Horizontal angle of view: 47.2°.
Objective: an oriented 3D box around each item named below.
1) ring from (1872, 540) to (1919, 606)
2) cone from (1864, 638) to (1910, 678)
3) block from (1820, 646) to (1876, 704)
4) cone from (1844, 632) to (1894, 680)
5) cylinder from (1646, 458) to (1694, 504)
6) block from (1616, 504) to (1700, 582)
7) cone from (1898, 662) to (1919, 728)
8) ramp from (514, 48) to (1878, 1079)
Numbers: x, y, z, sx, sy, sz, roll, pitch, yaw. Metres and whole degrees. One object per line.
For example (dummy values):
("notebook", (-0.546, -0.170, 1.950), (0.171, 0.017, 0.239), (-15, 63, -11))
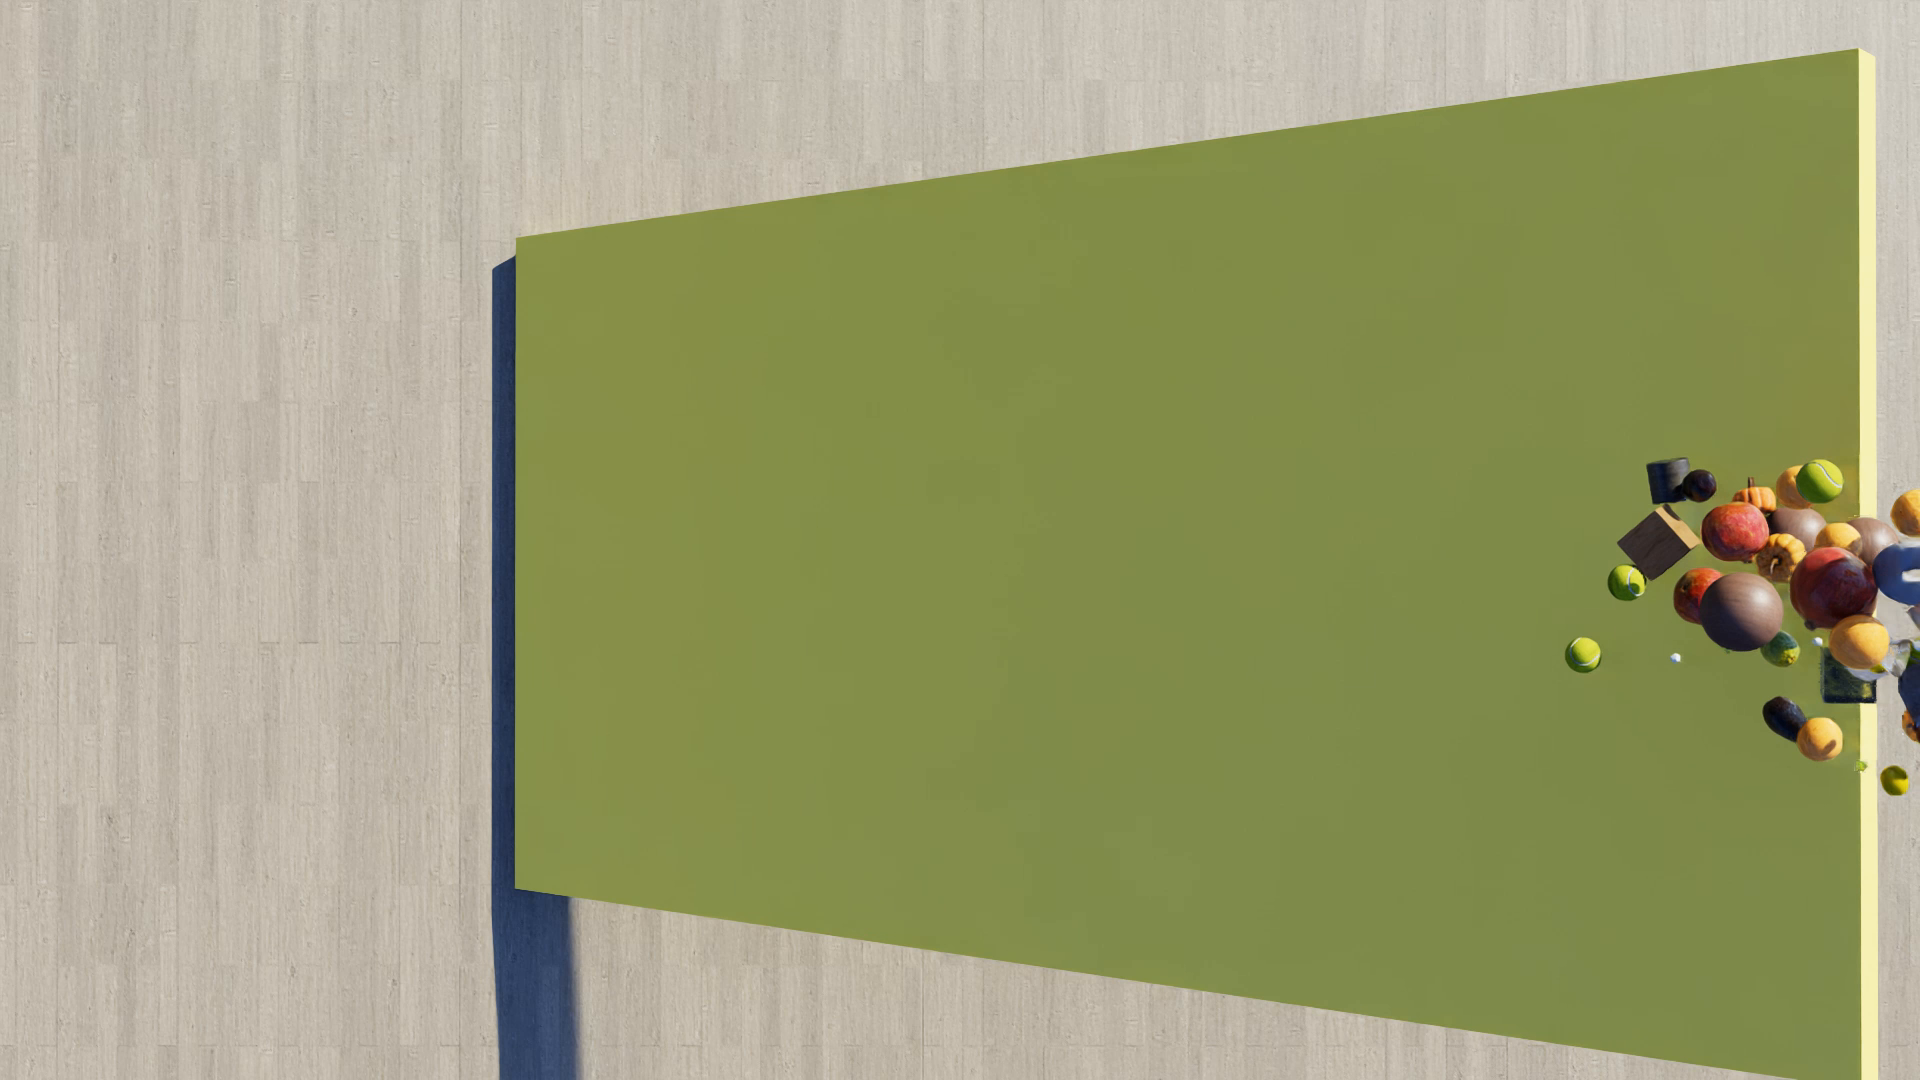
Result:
("ring", (1.260, 0.044, 2.891), (0.116, 0.116, 0.039), (24, 57, 0))
("cone", (1.257, 0.154, 2.998), (0.055, 0.055, 0.055), (19, 90, 41))
("block", (1.631, 0.248, 4.038), (0.087, 0.087, 0.087), (0, 99, 17))
("cone", (1.628, 0.196, 3.961), (0.092, 0.092, 0.092), (2, 103, 7))
("cylinder", (1.355, -0.113, 4.194), (0.077, 0.077, 0.077), (-10, 94, 0))
("block", (1.312, 0.004, 4.128), (0.096, 0.096, 0.096), (-46, 75, 28))
("cone", (1.359, 0.238, 3.095), (0.098, 0.098, 0.098), (50, 47, 0))
("ramp", (0.213, 0.062, 5.528), (4.000, 0.100, 2.000), (0, 90, 39))
